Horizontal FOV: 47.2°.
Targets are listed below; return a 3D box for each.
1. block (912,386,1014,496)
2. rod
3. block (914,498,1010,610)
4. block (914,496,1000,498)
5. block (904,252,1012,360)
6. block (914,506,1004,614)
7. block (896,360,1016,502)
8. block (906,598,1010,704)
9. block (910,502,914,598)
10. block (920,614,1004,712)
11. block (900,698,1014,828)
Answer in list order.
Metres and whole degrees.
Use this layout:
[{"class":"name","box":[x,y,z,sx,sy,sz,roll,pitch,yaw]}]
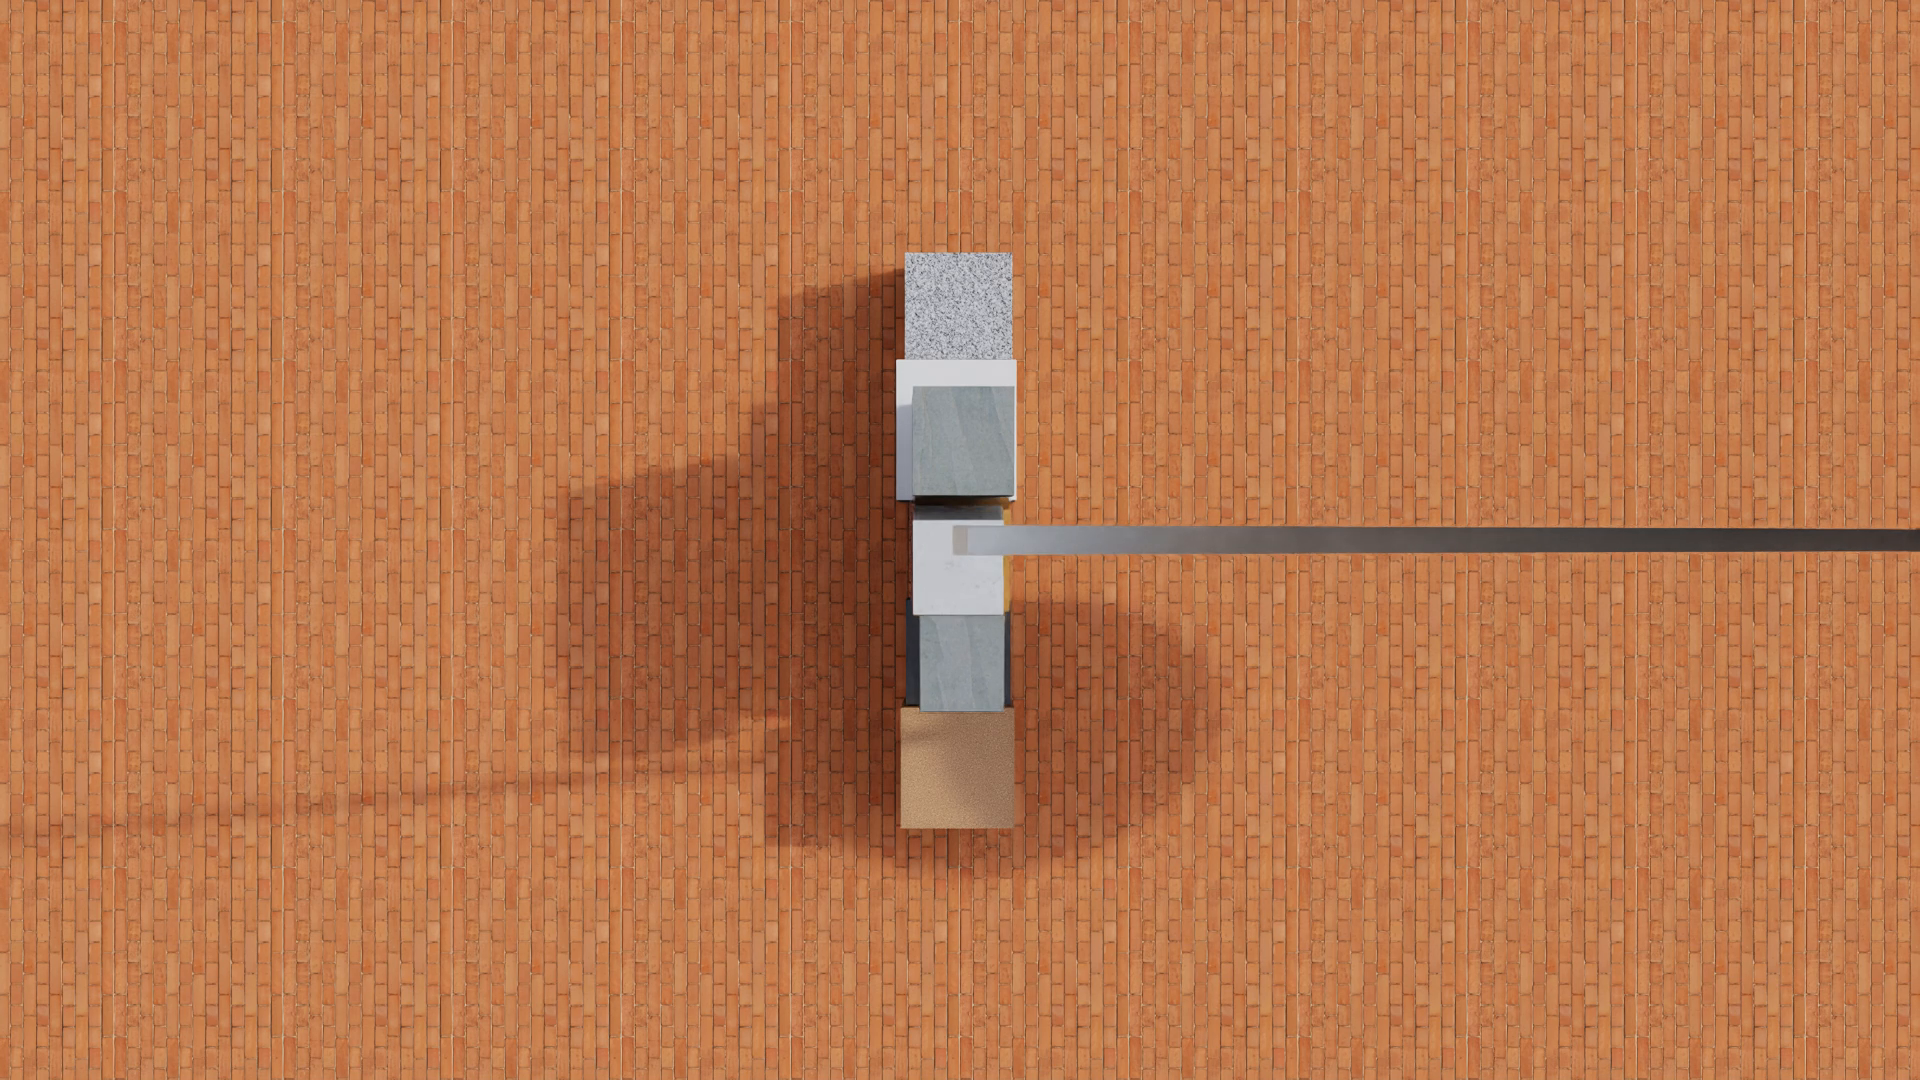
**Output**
[{"class":"block","box":[0.018,-0.507,11.452,0.518,0.475,0.556,0,90,0]},{"class":"rod","box":[2.212,0.000,7.271,5.200,0.080,0.080,0,90,-32]},{"class":"block","box":[0.011,0.071,12.014,0.514,0.534,0.544,0,99,0]},{"class":"block","box":[-0.020,-0.502,11.965,0.474,0.550,0.527,0,90,0]},{"class":"block","box":[-0.007,-1.314,12.674,0.604,0.652,0.600,0,90,0]},{"class":"block","box":[-0.008,0.101,11.480,0.462,0.530,0.488,0,99,0]},{"class":"block","box":[-0.019,-0.613,12.620,0.667,0.760,0.782,0,90,0]},{"class":"block","box":[-0.010,0.633,12.712,0.592,0.576,0.591,0,90,0]},{"class":"block","box":[-0.018,0.058,12.720,0.528,0.561,0.539,0,90,0]},{"class":"block","box":[0.011,0.596,11.578,0.432,0.497,0.505,0,100,0]},{"class":"block","box":[-0.013,1.276,12.653,0.637,0.694,0.675,0,90,0]}]
